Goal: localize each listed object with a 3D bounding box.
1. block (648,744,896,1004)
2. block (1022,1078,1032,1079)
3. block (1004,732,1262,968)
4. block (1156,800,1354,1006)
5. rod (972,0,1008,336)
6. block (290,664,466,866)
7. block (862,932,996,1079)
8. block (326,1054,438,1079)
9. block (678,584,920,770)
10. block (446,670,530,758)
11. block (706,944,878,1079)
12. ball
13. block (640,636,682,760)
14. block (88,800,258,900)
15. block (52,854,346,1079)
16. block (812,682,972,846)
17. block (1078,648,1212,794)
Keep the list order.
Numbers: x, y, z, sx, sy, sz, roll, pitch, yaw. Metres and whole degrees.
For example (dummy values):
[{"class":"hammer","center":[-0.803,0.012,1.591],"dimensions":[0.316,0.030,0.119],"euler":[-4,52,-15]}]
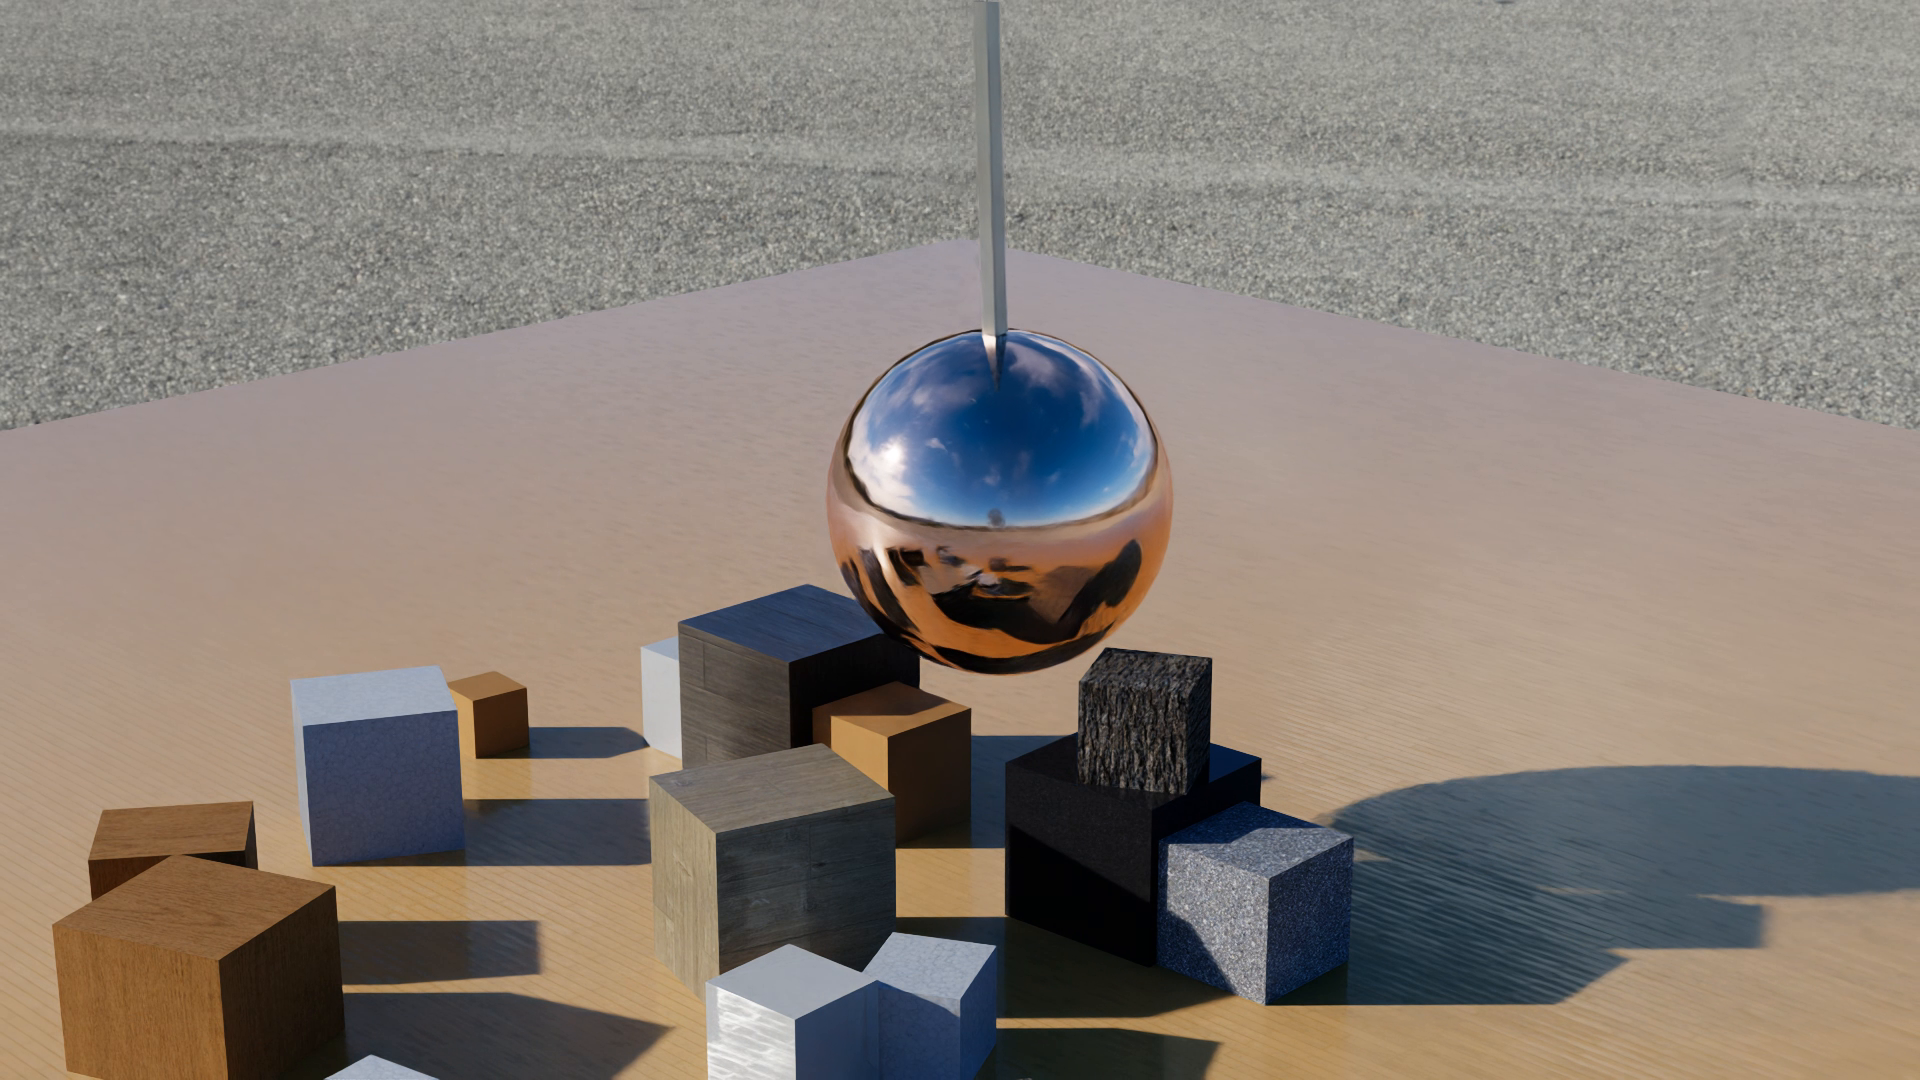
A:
[{"class":"block","center":[-0.793,1.429,12.415],"dimensions":[0.815,0.830,0.694],"euler":[-9,20,-27]},{"class":"block","center":[0.055,2.262,10.298],"dimensions":[0.527,0.509,0.504],"euler":[-4,18,-12]},{"class":"block","center":[0.762,1.312,12.955],"dimensions":[0.809,0.728,0.785],"euler":[15,23,39]},{"class":"block","center":[1.255,1.537,12.496],"dimensions":[0.584,0.574,0.592],"euler":[16,23,40]},{"class":"rod","center":[0.079,-3.386,12.360],"dimensions":[0.080,5.200,0.080],"euler":[17,26,42]},{"class":"block","center":[-2.748,1.055,13.825],"dimensions":[0.703,0.696,0.634],"euler":[-5,18,-16]},{"class":"block","center":[-0.135,1.882,11.636],"dimensions":[0.437,0.431,0.498],"euler":[5,18,16]},{"class":"block","center":[-2.070,2.213,10.490],"dimensions":[0.508,0.488,0.443],"euler":[12,21,33]},{"class":"block","center":[-0.788,0.793,14.442],"dimensions":[0.847,0.828,0.820],"euler":[-16,24,-42]},{"class":"block","center":[-2.426,0.891,14.989],"dimensions":[0.315,0.312,0.318],"euler":[-14,22,-37]},{"class":"block","center":[-0.646,1.935,11.344],"dimensions":[0.481,0.506,0.456],"euler":[15,23,39]},{"class":"ball","center":[0.182,-0.176,13.477],"dimensions":[1.600,1.600,1.600],"euler":[0,17,0]},{"class":"block","center":[-1.267,0.796,14.934],"dimensions":[0.486,0.527,0.509],"euler":[-17,24,-42]},{"class":"block","center":[-3.356,1.509,12.582],"dimensions":[0.636,0.575,0.547],"euler":[-3,18,-9]},{"class":"block","center":[-3.030,1.749,11.719],"dimensions":[0.794,0.636,0.754],"euler":[8,19,23]},{"class":"block","center":[-0.324,1.067,14.016],"dimensions":[0.544,0.560,0.525],"euler":[-16,24,-42]},{"class":"block","center":[0.801,0.778,12.676],"dimensions":[0.479,0.460,0.465],"euler":[5,18,16]}]
